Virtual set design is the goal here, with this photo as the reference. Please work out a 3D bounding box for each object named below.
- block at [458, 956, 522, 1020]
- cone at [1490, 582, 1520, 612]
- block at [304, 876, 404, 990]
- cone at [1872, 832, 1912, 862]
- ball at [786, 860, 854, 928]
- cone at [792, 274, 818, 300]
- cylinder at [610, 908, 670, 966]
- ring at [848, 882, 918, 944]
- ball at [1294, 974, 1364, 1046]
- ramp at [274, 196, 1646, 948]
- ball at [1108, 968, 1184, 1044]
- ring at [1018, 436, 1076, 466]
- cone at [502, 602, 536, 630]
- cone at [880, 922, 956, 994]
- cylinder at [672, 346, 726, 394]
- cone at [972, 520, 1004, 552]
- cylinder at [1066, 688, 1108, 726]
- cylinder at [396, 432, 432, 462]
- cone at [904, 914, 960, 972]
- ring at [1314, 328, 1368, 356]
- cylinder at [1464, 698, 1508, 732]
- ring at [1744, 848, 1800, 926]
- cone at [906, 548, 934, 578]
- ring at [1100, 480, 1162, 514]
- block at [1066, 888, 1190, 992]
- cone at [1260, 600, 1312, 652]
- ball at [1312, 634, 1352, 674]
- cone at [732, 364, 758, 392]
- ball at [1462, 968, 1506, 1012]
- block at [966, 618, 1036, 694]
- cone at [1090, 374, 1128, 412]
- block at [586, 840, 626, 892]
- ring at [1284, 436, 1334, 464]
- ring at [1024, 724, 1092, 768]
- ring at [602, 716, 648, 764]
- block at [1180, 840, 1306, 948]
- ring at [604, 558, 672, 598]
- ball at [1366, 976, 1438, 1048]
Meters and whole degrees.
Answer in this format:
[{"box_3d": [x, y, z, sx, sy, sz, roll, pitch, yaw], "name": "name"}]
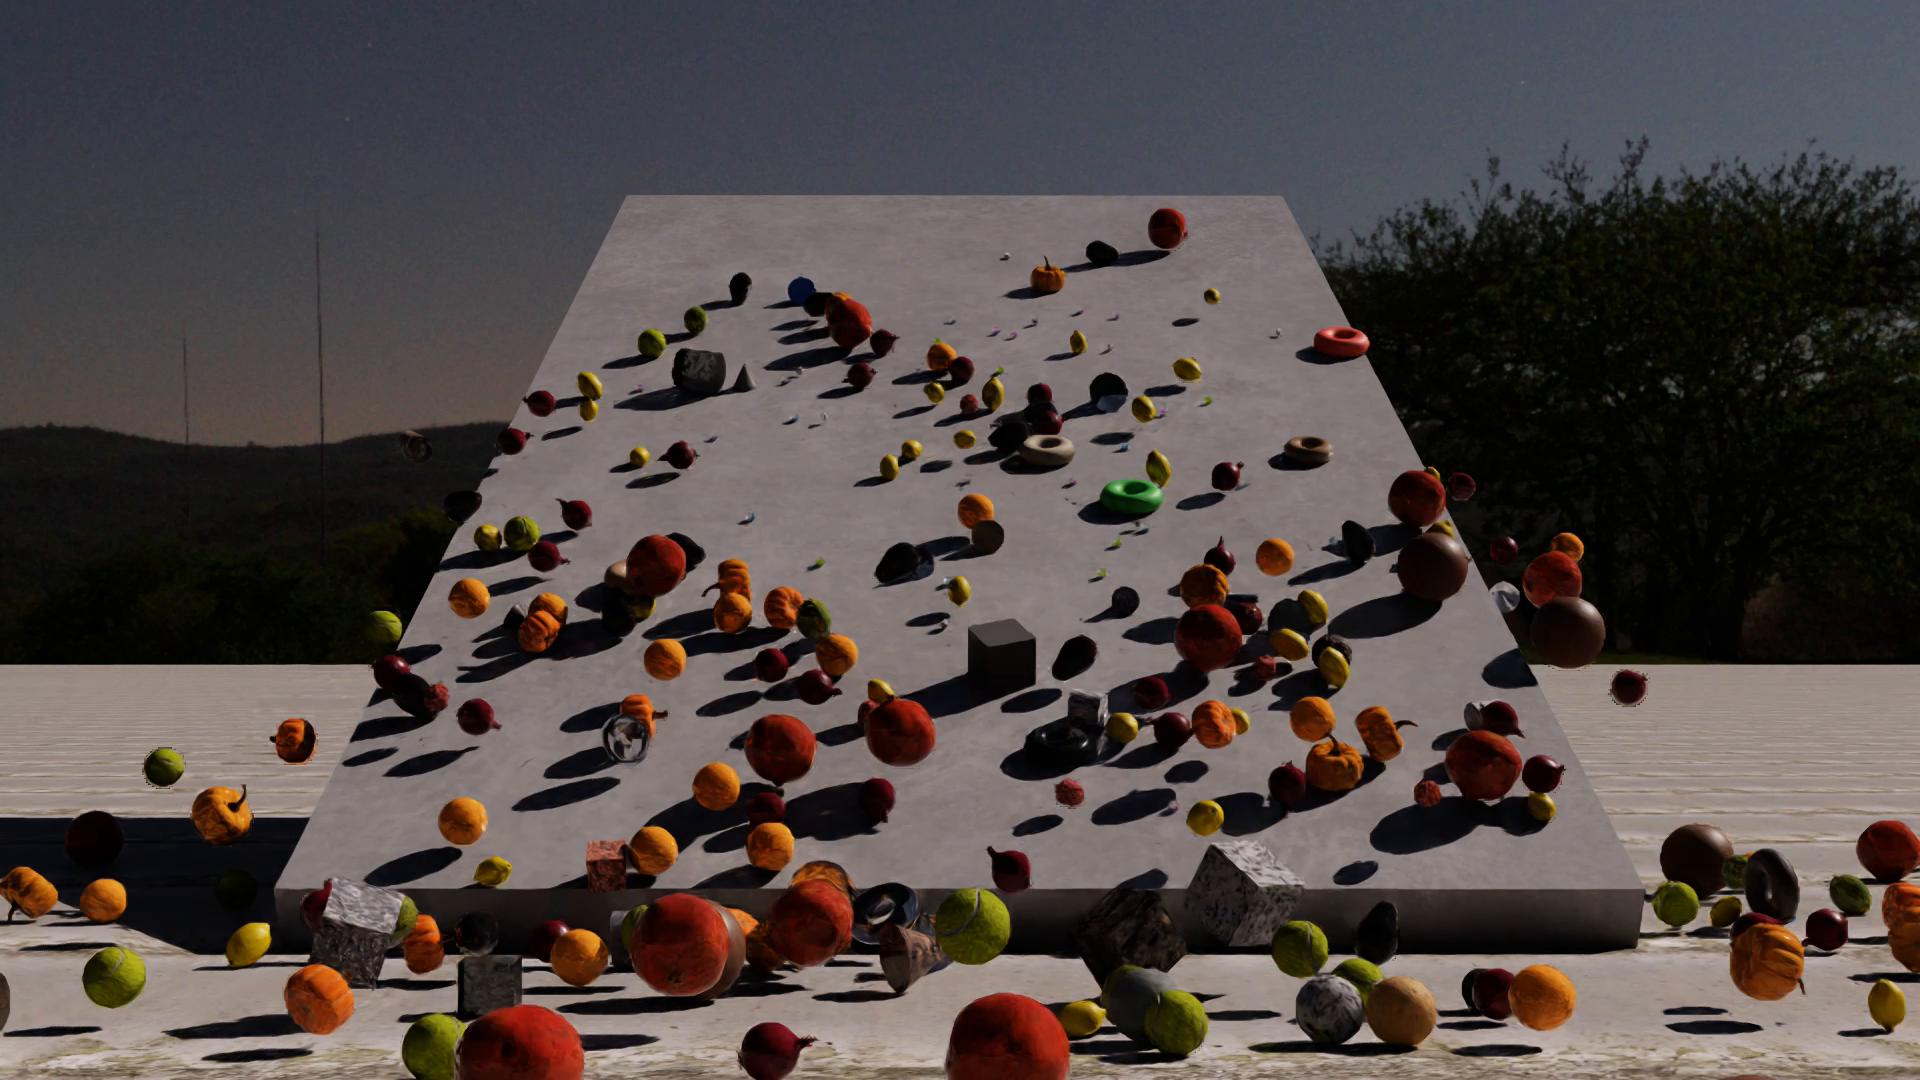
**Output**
[{"box_3d": [-0.563, 0.535, 2.768, 0.066, 0.066, 0.066, 0, -3, -3], "name": "block"}, {"box_3d": [1.115, 0.110, 4.761, 0.067, 0.067, 0.067, -1, -15, 22], "name": "cone"}, {"box_3d": [-0.710, 0.461, 2.712, 0.082, 0.082, 0.082, 18, 24, -11], "name": "block"}, {"box_3d": [1.929, 0.624, 4.812, 0.072, 0.072, 0.072, 25, -1, 4], "name": "cone"}, {"box_3d": [-0.188, 0.480, 3.131, 0.092, 0.092, 0.092, 0, -3, 0], "name": "ball"}, {"box_3d": [-0.414, -0.647, 6.053, 0.071, 0.071, 0.071, 1, -28, -17], "name": "cone"}, {"box_3d": [-0.441, 0.548, 3.188, 0.075, 0.075, 0.075, -3, -3, -6], "name": "cylinder"}, {"box_3d": [-0.109, 0.528, 3.268, 0.109, 0.036, 0.109, -17, 29, 10], "name": "ring"}, {"box_3d": [0.409, 0.519, 2.555, 0.076, 0.076, 0.076, 0, -3, 0], "name": "ball"}, {"box_3d": [-0.007, -0.225, 5.230, 2.000, 0.100, 4.000, 0, 23, 0], "name": "ramp"}, {"box_3d": [0.206, 0.515, 2.557, 0.082, 0.082, 0.082, 0, -3, 0], "name": "ball"}, {"box_3d": [0.187, -0.192, 4.974, 0.122, 0.041, 0.122, -1, 23, 0], "name": "ring"}, {"box_3d": [-0.790, 0.149, 4.185, 0.054, 0.054, 0.054, 31, -2, 3], "name": "cone"}, {"box_3d": [-0.043, 0.527, 2.959, 0.091, 0.091, 0.091, -6, 0, -27], "name": "cone"}, {"box_3d": [-0.606, -0.393, 5.369, 0.093, 0.093, 0.093, 16, 3, 21], "name": "cylinder"}, {"box_3d": [0.051, -0.005, 4.545, 0.065, 0.065, 0.065, 0, -5, -7], "name": "cone"}, {"box_3d": [0.213, 0.278, 3.845, 0.054, 0.054, 0.054, 9, 0, 20], "name": "cylinder"}, {"box_3d": [-1.253, -0.214, 5.310, 0.062, 0.062, 0.062, 2, 11, -36], "name": "cylinder"}, {"box_3d": [-0.047, 0.523, 3.116, 0.089, 0.089, 0.089, 0, -36, 6], "name": "cone"}, {"box_3d": [0.935, -0.485, 5.664, 0.135, 0.045, 0.135, 1, 24, 0], "name": "ring"}, {"box_3d": [0.870, 0.291, 3.824, 0.050, 0.050, 0.050, -8, 0, -18], "name": "cylinder"}, {"box_3d": [1.267, 0.543, 3.609, 0.041, 0.122, 0.122, -3, -2, -12], "name": "ring"}, {"box_3d": [-0.088, 0.048, 4.424, 0.058, 0.058, 0.058, 2, -9, -34], "name": "cone"}, {"box_3d": [0.350, -0.088, 4.727, 0.128, 0.043, 0.128, 0, 22, 0], "name": "ring"}, {"box_3d": [0.208, 0.494, 2.847, 0.089, 0.089, 0.089, -38, 14, -29], "name": "block"}, {"box_3d": [0.564, 0.158, 4.146, 0.095, 0.095, 0.095, 2, -8, -28], "name": "cone"}, {"box_3d": [0.646, 0.198, 4.017, 0.070, 0.070, 0.070, 0, -3, 0], "name": "ball"}, {"box_3d": [-0.503, -0.384, 5.398, 0.059, 0.059, 0.059, 0, 23, 0], "name": "cone"}, {"box_3d": [0.633, 0.544, 2.793, 0.052, 0.052, 0.052, 0, -3, 0], "name": "ball"}, {"box_3d": [0.071, 0.200, 3.985, 0.089, 0.089, 0.089, -10, 25, -22], "name": "block"}, {"box_3d": [0.328, -0.333, 5.306, 0.089, 0.089, 0.089, 1, -5, -14], "name": "cone"}, {"box_3d": [-0.516, 0.476, 3.376, 0.054, 0.054, 0.054, -2, 23, -6], "name": "block"}, {"box_3d": [0.752, -0.194, 4.988, 0.107, 0.036, 0.107, -1, 24, 0], "name": "ring"}, {"box_3d": [0.158, 0.333, 3.739, 0.109, 0.036, 0.109, 0, 24, 0], "name": "ring"}, {"box_3d": [-0.531, 0.317, 3.668, 0.029, 0.088, 0.088, -37, -21, 25], "name": "ring"}, {"box_3d": [0.361, 0.450, 2.945, 0.094, 0.094, 0.094, 5, 26, -43], "name": "block"}, {"box_3d": [-0.606, 0.072, 4.346, 0.128, 0.043, 0.128, 1, 23, -1], "name": "ring"}, {"box_3d": [0.486, 0.518, 2.541, 0.077, 0.077, 0.077, 0, -3, 0], "name": "ball"}]
